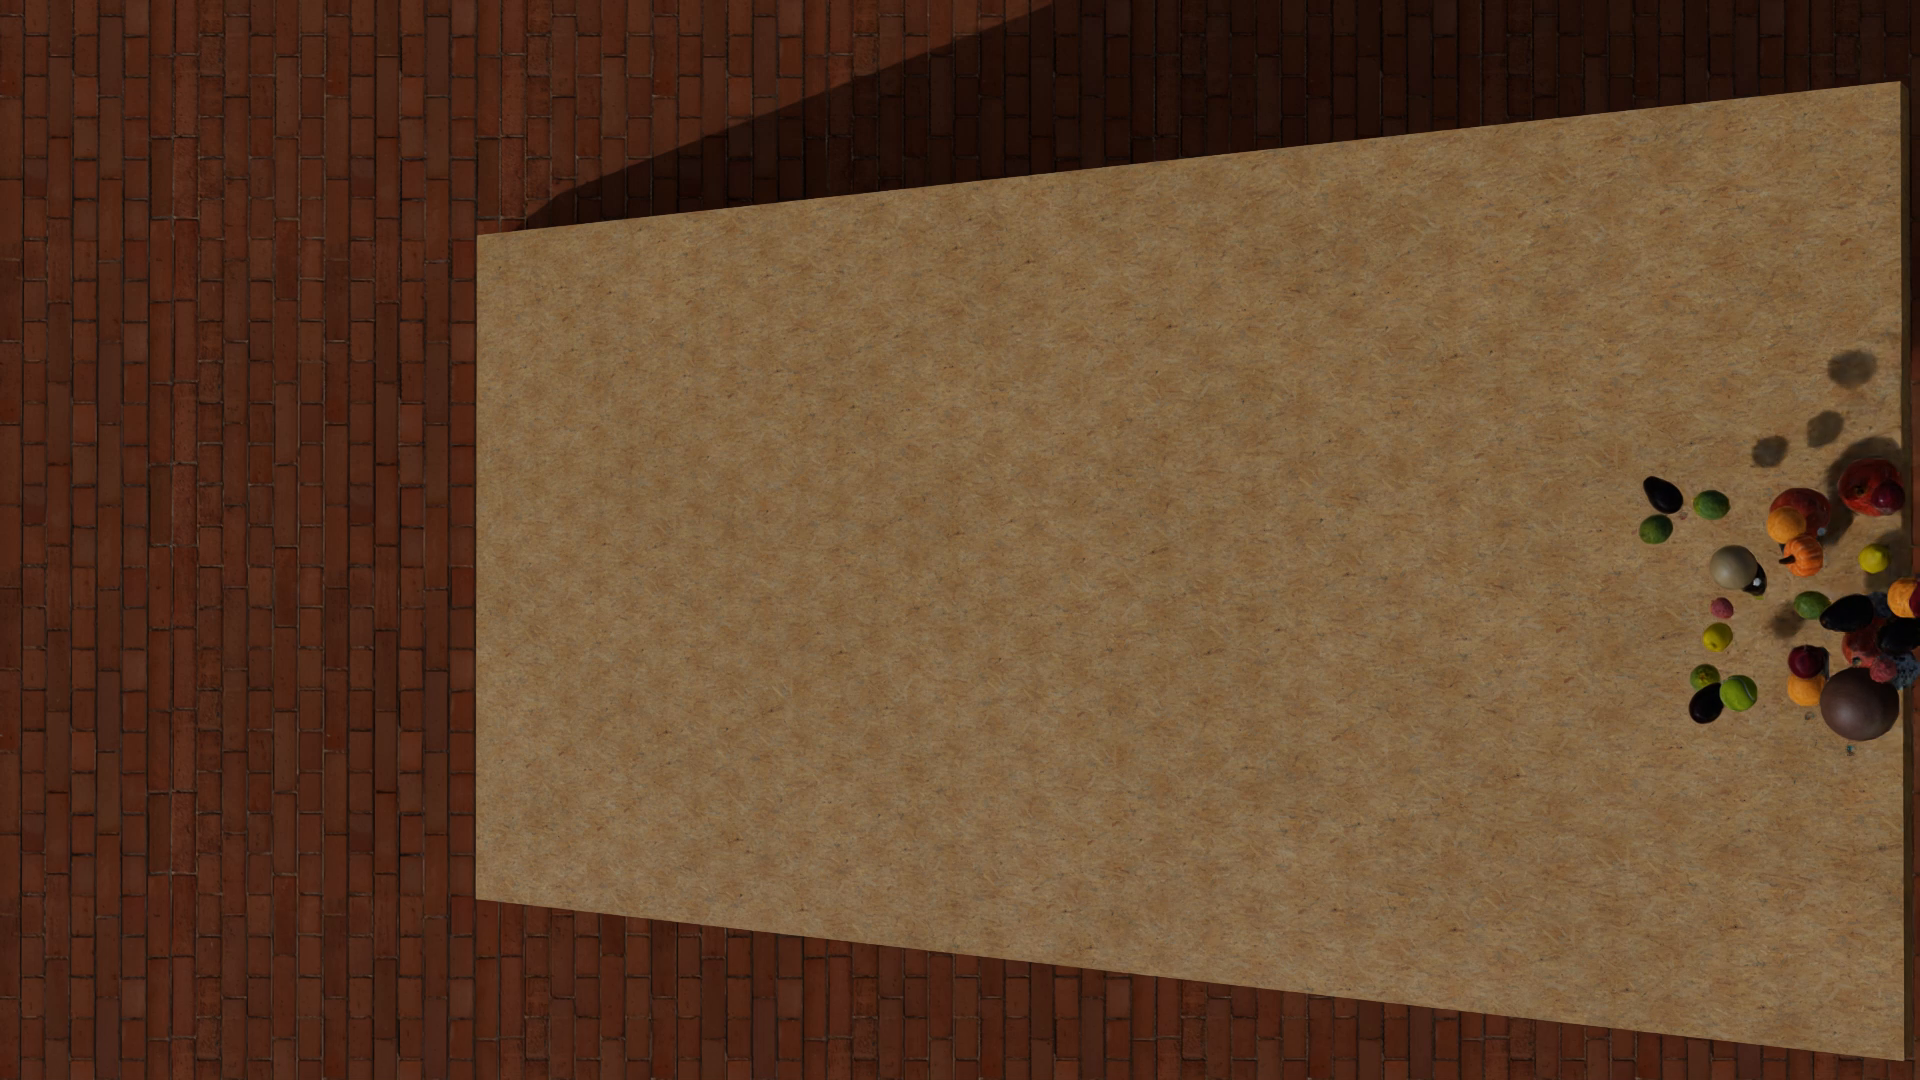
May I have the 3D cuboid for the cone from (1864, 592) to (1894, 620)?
[{"bbox_3d":[1.833,0.141,4.411,0.059,0.059,0.059,0,71,-1],"label":"cone"}]

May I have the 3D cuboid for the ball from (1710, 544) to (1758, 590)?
[{"bbox_3d":[1.500,0.053,4.265,0.088,0.088,0.088,0,89,0],"label":"ball"}]

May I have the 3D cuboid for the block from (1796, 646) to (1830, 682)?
[{"bbox_3d":[1.651,0.240,4.258,0.052,0.052,0.052,-4,102,10],"label":"block"}]

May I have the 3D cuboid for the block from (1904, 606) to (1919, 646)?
[{"bbox_3d":[1.865,0.156,4.166,0.087,0.087,0.087,-20,80,-6],"label":"block"}]

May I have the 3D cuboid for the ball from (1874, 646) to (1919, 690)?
[{"bbox_3d":[1.670,0.229,3.922,0.076,0.076,0.076,0,89,0],"label":"ball"}]

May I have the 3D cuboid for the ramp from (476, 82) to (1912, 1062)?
[{"bbox_3d":[0.260,0.071,5.599,4.000,0.100,2.000,0,89,32],"label":"ramp"}]

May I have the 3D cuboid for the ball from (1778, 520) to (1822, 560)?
[{"bbox_3d":[1.736,0.001,4.544,0.084,0.084,0.084,0,89,0],"label":"ball"}]
